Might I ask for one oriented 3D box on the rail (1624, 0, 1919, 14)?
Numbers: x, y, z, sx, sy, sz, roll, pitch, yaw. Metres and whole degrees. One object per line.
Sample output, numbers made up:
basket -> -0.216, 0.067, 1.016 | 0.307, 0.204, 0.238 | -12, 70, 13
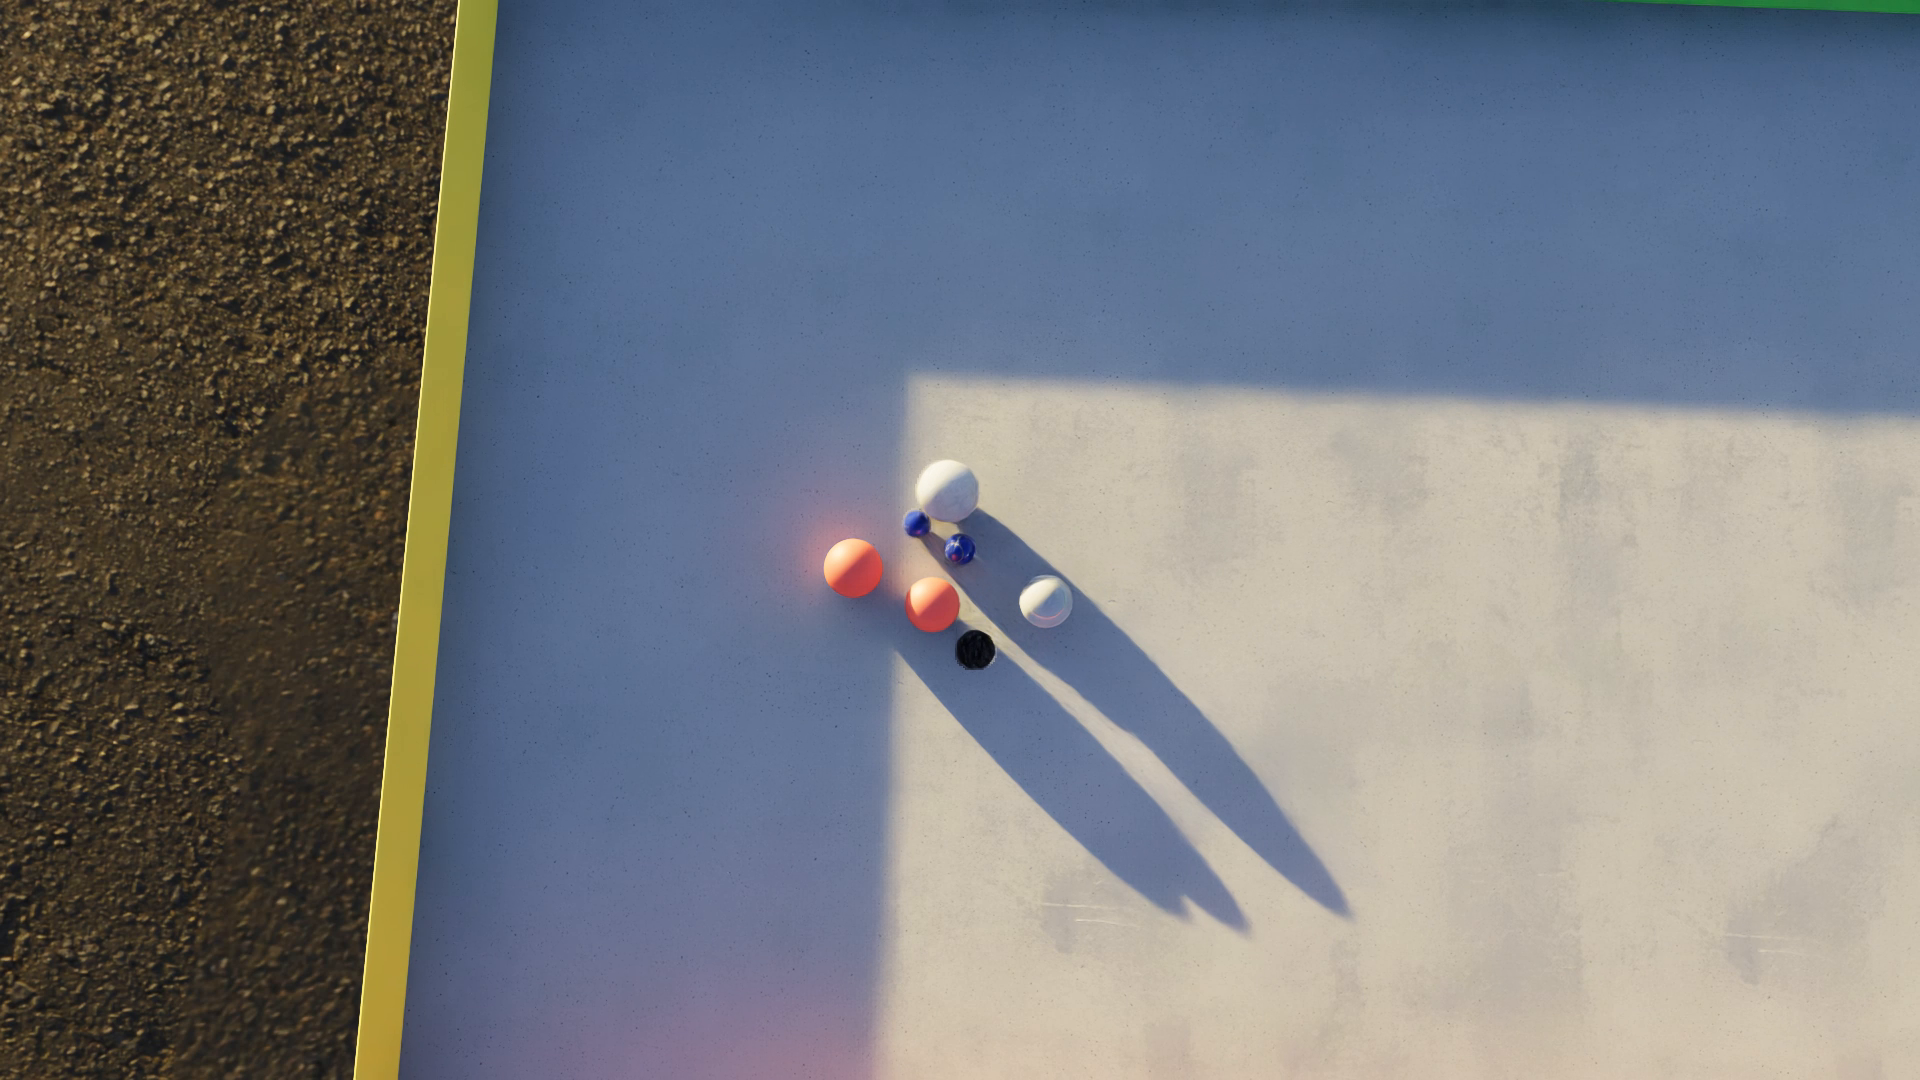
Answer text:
rail -> 0.848, -0.876, 3.455 | 3.232, 0.122, 0.045 | 2, 78, 1

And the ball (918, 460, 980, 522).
ball -> -0.017, -0.073, 3.305 | 0.094, 0.094, 0.094 | 0, 78, 0

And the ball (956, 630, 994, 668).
ball -> 0.023, 0.163, 3.274 | 0.058, 0.058, 0.058 | 0, 78, 0

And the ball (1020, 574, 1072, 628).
ball -> 0.128, 0.091, 3.278 | 0.080, 0.080, 0.080 | 0, 78, 0

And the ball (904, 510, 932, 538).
ball -> -0.064, -0.024, 3.321 | 0.042, 0.042, 0.042 | 0, 78, 0

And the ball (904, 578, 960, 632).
ball -> -0.041, 0.097, 3.276 | 0.083, 0.083, 0.083 | 0, 78, 0

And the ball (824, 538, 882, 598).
ball -> -0.159, 0.042, 3.284 | 0.088, 0.088, 0.088 | 0, 78, 0

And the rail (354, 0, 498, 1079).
rail -> -0.784, -0.039, 3.282 | 0.045, 0.122, 1.899 | 2, 78, 1

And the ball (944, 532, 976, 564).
ball -> 0.000, 0.013, 3.310 | 0.048, 0.048, 0.048 | 0, 78, 0
